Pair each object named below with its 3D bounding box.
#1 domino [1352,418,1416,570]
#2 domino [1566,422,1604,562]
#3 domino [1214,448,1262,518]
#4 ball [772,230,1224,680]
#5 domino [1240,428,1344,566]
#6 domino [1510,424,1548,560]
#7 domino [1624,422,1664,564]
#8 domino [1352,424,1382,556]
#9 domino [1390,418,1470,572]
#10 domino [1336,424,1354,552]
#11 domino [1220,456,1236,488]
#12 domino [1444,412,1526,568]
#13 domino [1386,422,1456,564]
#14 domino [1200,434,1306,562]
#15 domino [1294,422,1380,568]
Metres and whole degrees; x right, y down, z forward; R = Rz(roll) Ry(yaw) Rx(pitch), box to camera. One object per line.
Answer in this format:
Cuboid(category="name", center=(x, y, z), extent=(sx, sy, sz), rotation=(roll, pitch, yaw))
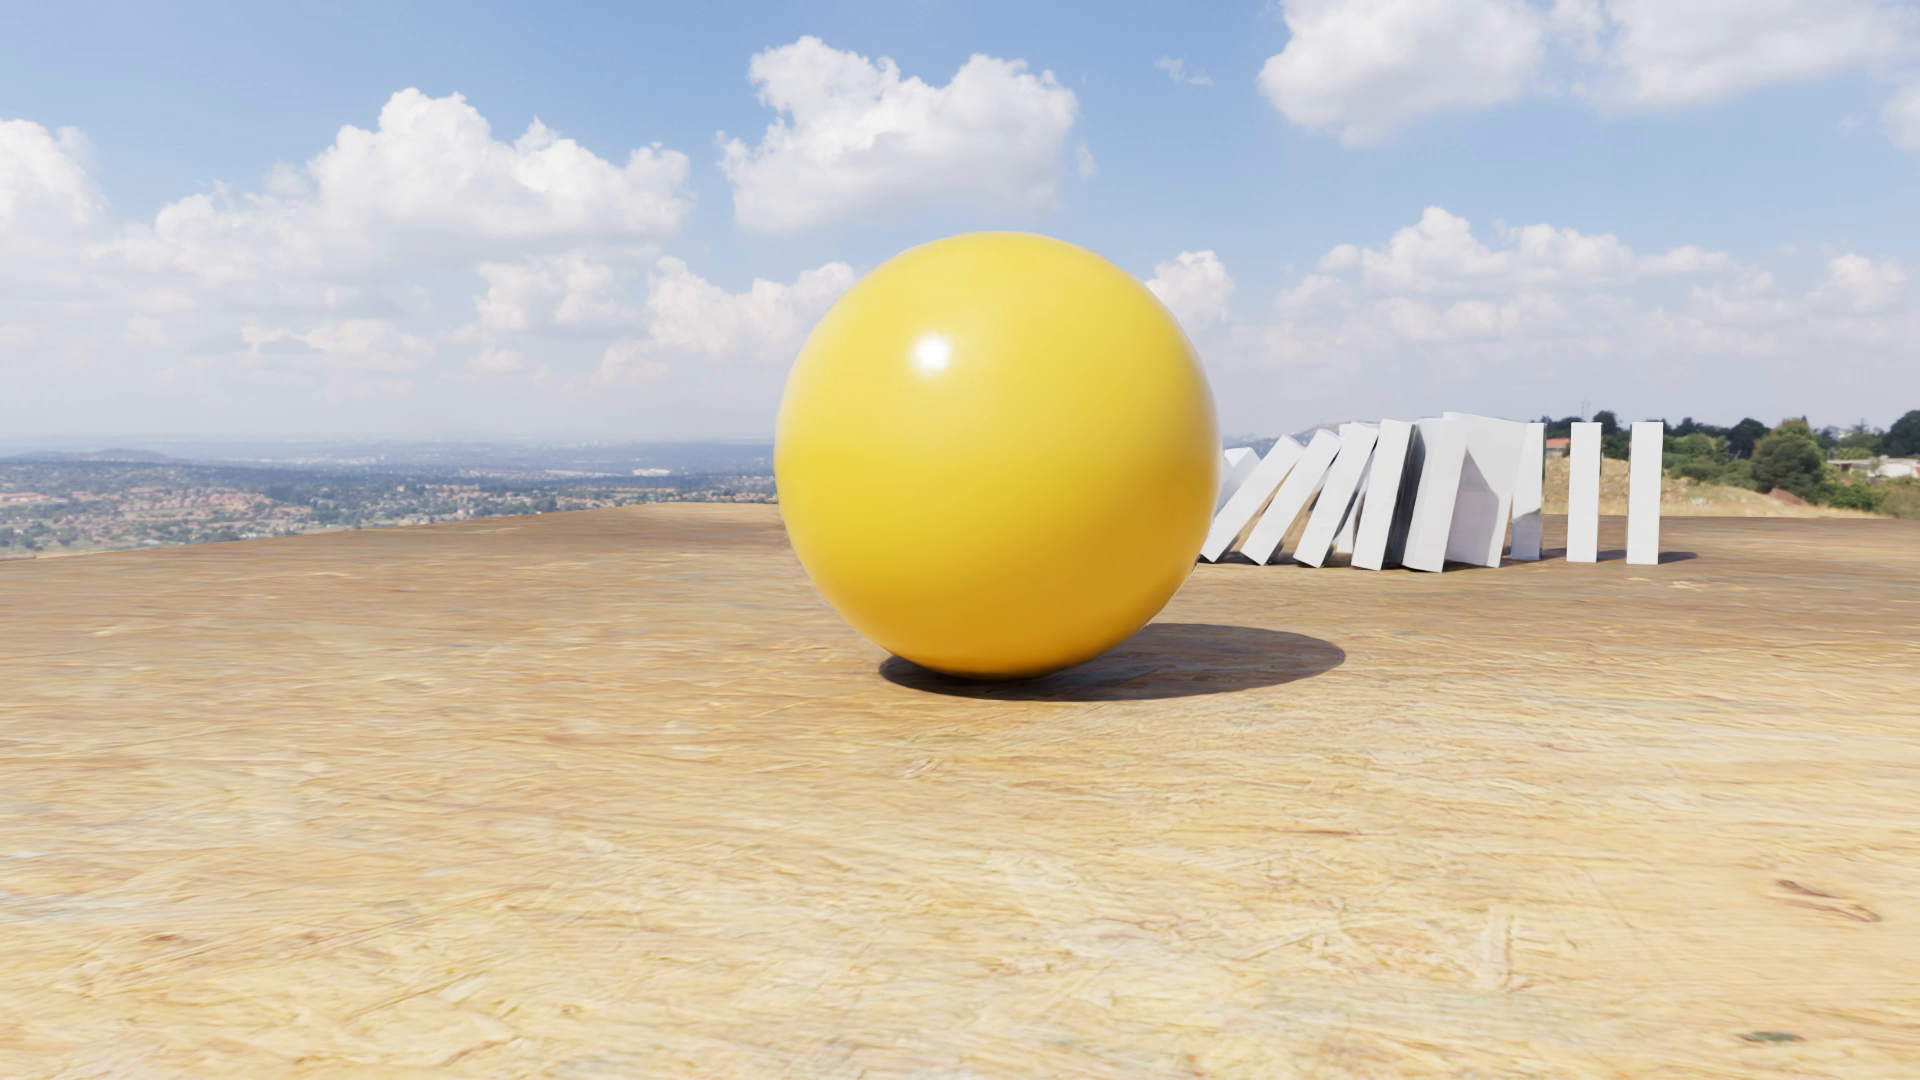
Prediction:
Cuboid(category="domino", center=(0.145, -0.016, 0.440), extent=(0.009, 0.050, 0.025), rotation=(13, 9, 21))
Cuboid(category="domino", center=(0.230, -0.018, 0.472), extent=(0.010, 0.050, 0.025), rotation=(2, 5, 28))
Cuboid(category="domino", center=(0.087, -0.014, 0.474), extent=(0.050, 0.010, 0.025), rotation=(-45, 17, -18))
Cuboid(category="ball", center=(0.007, -0.015, 0.231), extent=(0.080, 0.080, 0.080), rotation=(0, 4, 0))
Cuboid(category="domino", center=(0.119, -0.015, 0.453), extent=(0.010, 0.050, 0.025), rotation=(35, 16, 17))
Cuboid(category="domino", center=(0.213, -0.019, 0.481), extent=(0.009, 0.050, 0.025), rotation=(2, 5, 27))
Cuboid(category="domino", center=(0.247, -0.017, 0.463), extent=(0.009, 0.050, 0.025), rotation=(2, 5, 26))
Cuboid(category="domino", center=(0.161, -0.018, 0.479), extent=(0.025, 0.050, 0.009), rotation=(-1, 4, -11))
Cuboid(category="domino", center=(0.159, -0.016, 0.434), extent=(0.009, 0.050, 0.025), rotation=(9, 5, 1))
Cuboid(category="domino", center=(0.161, -0.020, 0.498), extent=(0.025, 0.050, 0.010), rotation=(4, 6, 43))
Cuboid(category="domino", center=(0.074, -0.012, 0.463), extent=(0.050, 0.009, 0.025), rotation=(-44, 20, -16))
Cuboid(category="domino", center=(0.177, -0.017, 0.443), extent=(0.025, 0.050, 0.009), rotation=(9, 4, 0))
Cuboid(category="domino", center=(0.166, -0.017, 0.461), extent=(0.025, 0.050, 0.010), rotation=(-1, 4, -16))
Cuboid(category="domino", center=(0.105, -0.015, 0.461), extent=(0.009, 0.050, 0.025), rotation=(41, 15, 13))
Cuboid(category="domino", center=(0.132, -0.016, 0.446), extent=(0.009, 0.050, 0.025), rotation=(25, 13, 19))
